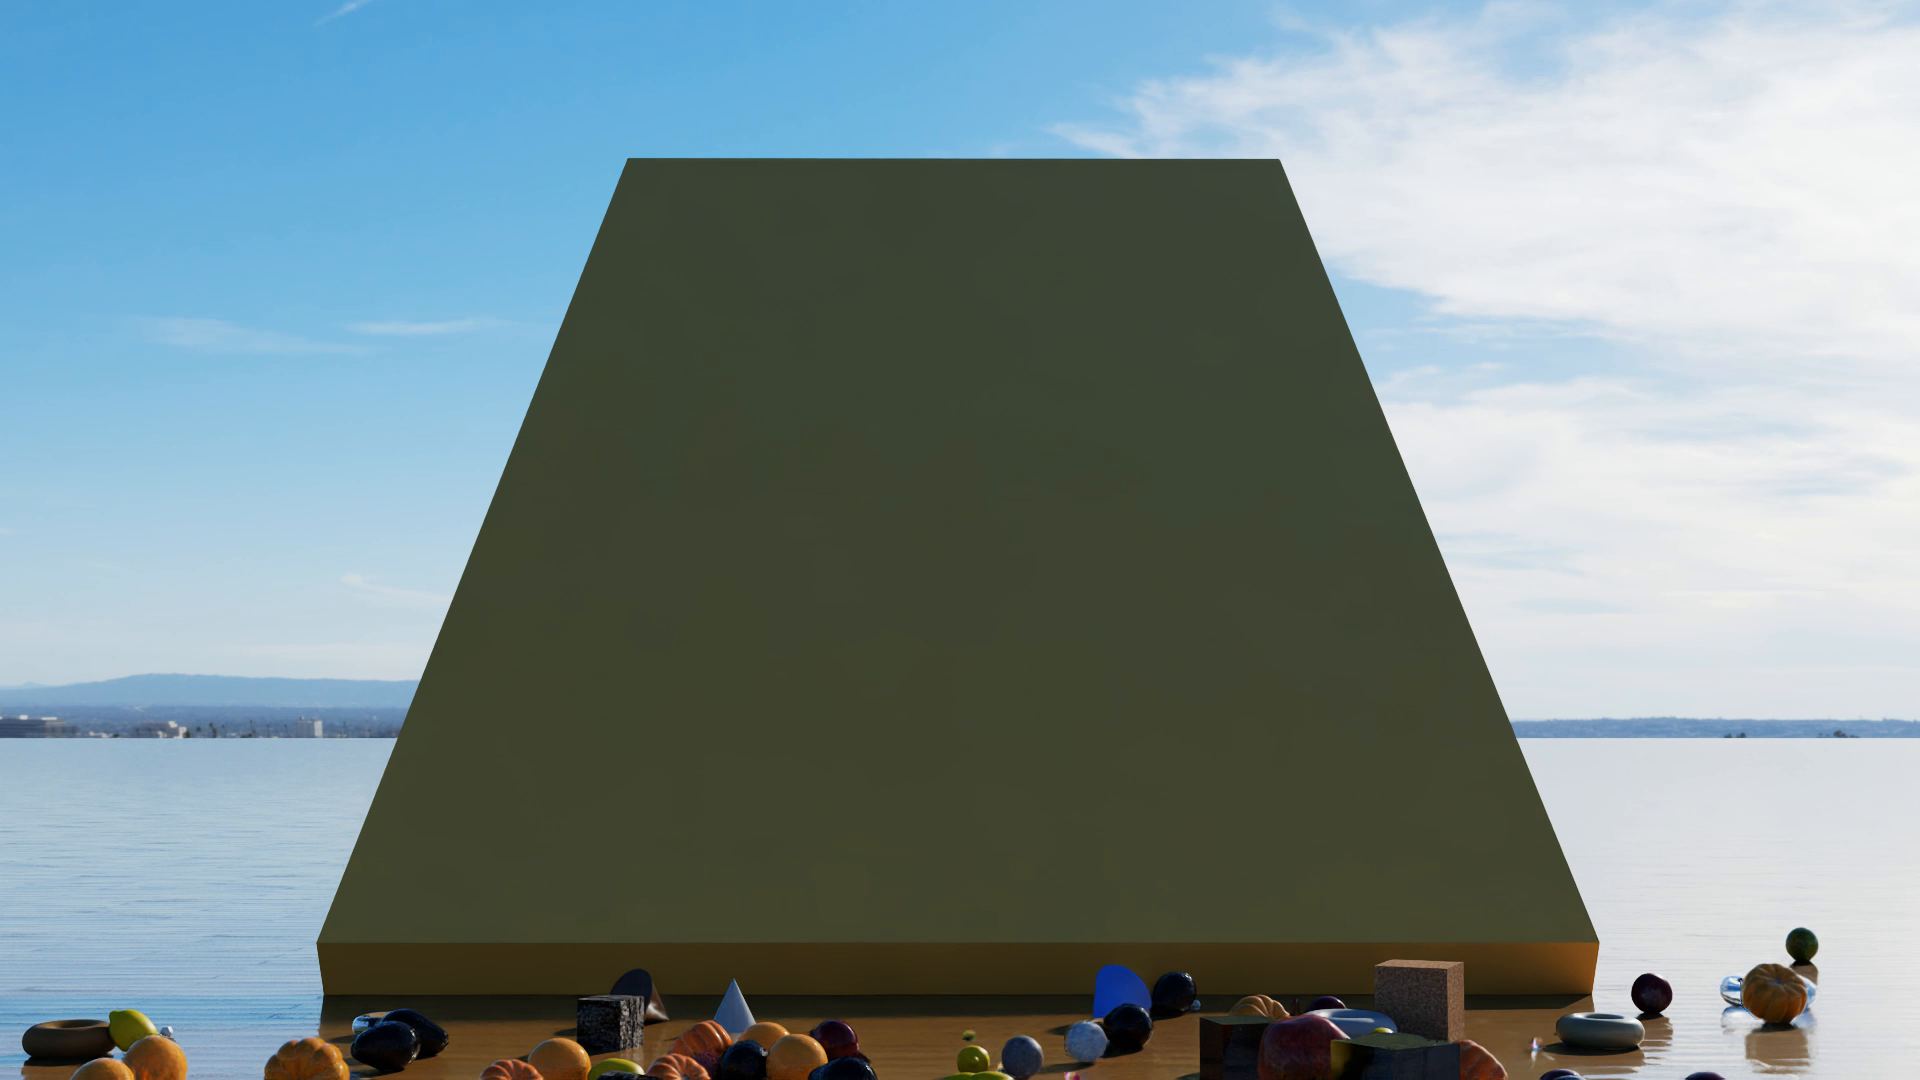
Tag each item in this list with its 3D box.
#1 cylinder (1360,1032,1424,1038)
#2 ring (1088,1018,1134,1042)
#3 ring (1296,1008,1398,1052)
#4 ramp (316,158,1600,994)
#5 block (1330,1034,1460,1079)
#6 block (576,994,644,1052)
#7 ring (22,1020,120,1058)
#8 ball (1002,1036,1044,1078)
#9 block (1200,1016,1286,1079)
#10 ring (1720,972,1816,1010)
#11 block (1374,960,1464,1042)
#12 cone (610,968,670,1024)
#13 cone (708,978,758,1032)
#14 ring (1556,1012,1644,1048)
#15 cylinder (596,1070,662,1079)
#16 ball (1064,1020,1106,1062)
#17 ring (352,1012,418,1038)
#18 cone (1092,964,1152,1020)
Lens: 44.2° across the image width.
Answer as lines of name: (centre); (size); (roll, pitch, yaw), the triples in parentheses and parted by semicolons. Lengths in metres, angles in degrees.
cylinder: (0.485, 0.593, 2.654); (0.072, 0.072, 0.072); (0, -5, 0)
ring: (0.198, 0.660, 3.191); (0.076, 0.025, 0.076); (-1, -5, 0)
ring: (0.507, 0.644, 3.107); (0.132, 0.044, 0.132); (0, -3, 0)
ramp: (-0.010, -0.227, 5.496); (2.000, 0.100, 4.000); (0, 27, 0)
block: (0.450, 0.566, 2.448); (0.093, 0.093, 0.093); (3, -5, -33)
block: (-0.459, 0.634, 3.113); (0.064, 0.064, 0.064); (-2, -5, 21)
ring: (-1.142, 0.641, 3.040); (0.117, 0.039, 0.117); (0, -3, 0)
ball: (0.074, 0.618, 2.832); (0.050, 0.050, 0.050); (0, -5, 0)
block: (0.330, 0.600, 2.768); (0.077, 0.077, 0.077); (1, -5, -14)
ring: (1.219, 0.681, 3.571); (0.139, 0.046, 0.139); (1, -4, 0)
block: (0.623, 0.625, 3.208); (0.099, 0.099, 0.099); (-2, -5, 24)
cone: (-0.442, 0.668, 3.371); (0.086, 0.086, 0.086); (-4, -33, 41)
cone: (-0.315, 0.645, 3.294); (0.072, 0.072, 0.072); (0, -5, 0)
ring: (0.847, 0.649, 3.132); (0.114, 0.038, 0.114); (1, -5, 0)
cylinder: (-0.340, 0.580, 2.436); (0.062, 0.062, 0.062); (-4, -6, 43)
ball: (0.157, 0.628, 2.964); (0.052, 0.052, 0.052); (0, -5, 0)
ring: (-0.783, 0.661, 3.225); (0.088, 0.029, 0.088); (-1, -4, 0)
cone: (0.210, 0.666, 3.359); (0.090, 0.090, 0.090); (-4, 21, 37)
